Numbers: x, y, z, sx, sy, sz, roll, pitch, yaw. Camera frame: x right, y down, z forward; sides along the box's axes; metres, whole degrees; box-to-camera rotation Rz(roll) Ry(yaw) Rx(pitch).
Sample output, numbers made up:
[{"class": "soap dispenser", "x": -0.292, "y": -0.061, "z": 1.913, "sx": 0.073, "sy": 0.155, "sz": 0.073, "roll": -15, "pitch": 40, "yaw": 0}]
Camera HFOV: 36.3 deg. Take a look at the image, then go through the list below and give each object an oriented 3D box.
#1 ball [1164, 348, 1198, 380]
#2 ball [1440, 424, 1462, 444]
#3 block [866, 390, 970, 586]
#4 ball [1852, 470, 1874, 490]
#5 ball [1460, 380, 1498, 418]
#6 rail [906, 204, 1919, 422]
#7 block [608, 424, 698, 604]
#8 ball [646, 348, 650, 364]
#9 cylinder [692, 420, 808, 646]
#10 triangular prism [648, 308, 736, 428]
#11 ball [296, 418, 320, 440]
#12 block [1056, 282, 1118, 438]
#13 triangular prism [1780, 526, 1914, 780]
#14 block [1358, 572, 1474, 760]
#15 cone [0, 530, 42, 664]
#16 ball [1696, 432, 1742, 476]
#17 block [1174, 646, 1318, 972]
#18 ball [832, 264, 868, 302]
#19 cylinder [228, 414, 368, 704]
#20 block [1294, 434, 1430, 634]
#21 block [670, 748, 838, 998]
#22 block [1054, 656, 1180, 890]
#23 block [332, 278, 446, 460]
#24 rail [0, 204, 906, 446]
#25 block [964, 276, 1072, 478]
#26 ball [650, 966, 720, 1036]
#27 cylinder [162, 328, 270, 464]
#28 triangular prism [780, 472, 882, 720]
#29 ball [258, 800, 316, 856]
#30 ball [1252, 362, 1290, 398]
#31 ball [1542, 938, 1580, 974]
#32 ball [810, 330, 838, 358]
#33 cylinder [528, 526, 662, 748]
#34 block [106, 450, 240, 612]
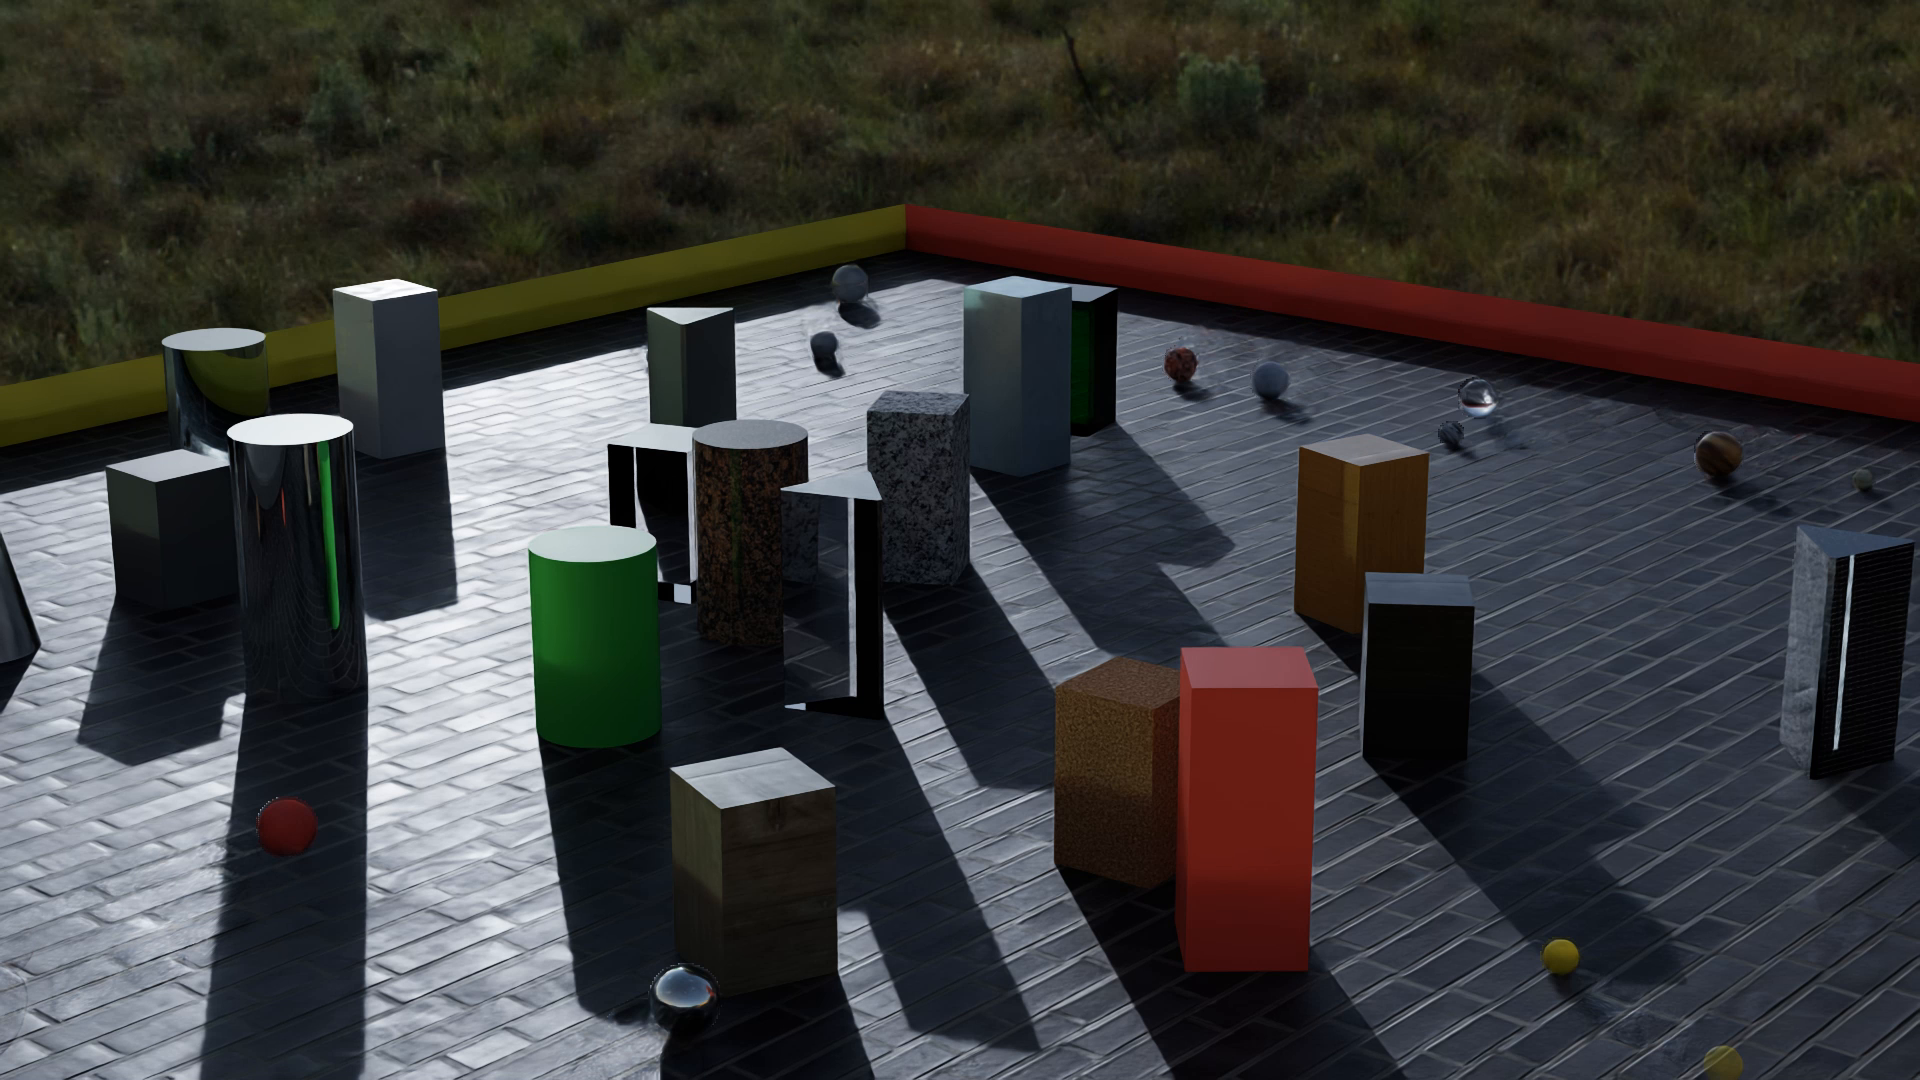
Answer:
[{"class": "ball", "x": 0.499, "y": -0.397, "z": 6.629, "sx": 0.075, "sy": 0.075, "sz": 0.075, "roll": 0, "pitch": 17, "yaw": 0}, {"class": "ball", "x": 1.022, "y": -0.221, "z": 6.098, "sx": 0.044, "sy": 0.044, "sz": 0.044, "roll": 0, "pitch": 17, "yaw": 0}, {"class": "block", "x": -0.073, "y": -0.094, "z": 5.218, "sx": 0.154, "sy": 0.310, "sz": 0.154, "roll": 3, "pitch": 17, "yaw": 11}, {"class": "ball", "x": 1.775, "y": -0.118, "z": 5.762, "sx": 0.042, "sy": 0.042, "sz": 0.042, "roll": 0, "pitch": 17, "yaw": 0}, {"class": "ball", "x": 1.116, "y": -0.304, "z": 6.306, "sx": 0.083, "sy": 0.083, "sz": 0.083, "roll": 0, "pitch": 17, "yaw": 0}, {"class": "rail", "x": 1.457, "y": -0.454, "z": 6.727, "sx": 4.300, "sy": 0.125, "sz": 0.045, "roll": 14, "pitch": 22, "yaw": 39}, {"class": "block", "x": -0.508, "y": -0.048, "z": 5.133, "sx": 0.154, "sy": 0.271, "sz": 0.154, "roll": 7, "pitch": 18, "yaw": 21}, {"class": "ball", "x": -0.695, "y": -0.424, "z": 6.753, "sx": 0.055, "sy": 0.055, "sz": 0.055, "roll": 0, "pitch": 17, "yaw": 0}, {"class": "cylinder", "x": -0.348, "y": -0.014, "z": 4.907, "sx": 0.192, "sy": 0.338, "sz": 0.192, "roll": 0, "pitch": 17, "yaw": 0}, {"class": "triangular prism", "x": -0.543, "y": -0.266, "z": 5.698, "sx": 0.144, "sy": 0.361, "sz": 0.166, "roll": 10, "pitch": 19, "yaw": 29}, {"class": "ball", "x": -1.362, "y": -0.231, "z": 6.129, "sx": 0.046, "sy": 0.046, "sz": 0.046, "roll": 0, "pitch": 17, "yaw": 0}, {"class": "block", "x": 0.231, "y": -0.384, "z": 6.214, "sx": 0.154, "sy": 0.290, "sz": 0.154, "roll": 8, "pitch": 18, "yaw": 24}, {"class": "triangular prism", "x": 1.281, "y": 0.158, "z": 4.335, "sx": 0.166, "sy": 0.339, "sz": 0.144, "roll": -10, "pitch": 19, "yaw": -29}, {"class": "block", "x": 0.684, "y": 0.188, "z": 4.404, "sx": 0.154, "sy": 0.241, "sz": 0.154, "roll": 2, "pitch": 17, "yaw": 5}, {"class": "cone", "x": -1.620, "y": -0.014, "z": 4.794, "sx": 0.192, "sy": 0.402, "sz": 0.192, "roll": 0, "pitch": 17, "yaw": 0}, {"class": "ball", "x": 1.515, "y": -0.172, "z": 5.854, "sx": 0.091, "sy": 0.091, "sz": 0.091, "roll": 0, "pitch": 17, "yaw": 0}, {"class": "block", "x": 0.356, "y": 0.337, "z": 3.679, "sx": 0.154, "sy": 0.375, "sz": 0.154, "roll": 0, "pitch": 17, "yaw": -1}, {"class": "ball", "x": -0.279, "y": -0.649, "z": 7.427, "sx": 0.096, "sy": 0.096, "sz": 0.096, "roll": 0, "pitch": 17, "yaw": 0}, {"class": "cylinder", "x": -1.043, "y": 0.028, "z": 4.626, "sx": 0.192, "sy": 0.419, "sz": 0.192, "roll": 0, "pitch": 17, "yaw": 0}, {"class": "block", "x": 0.680, "y": -0.012, "z": 4.979, "sx": 0.154, "sy": 0.292, "sz": 0.154, "roll": -11, "pitch": 20, "yaw": -32}, {"class": "block", "x": -0.257, "y": 0.411, "z": 3.652, "sx": 0.154, "sy": 0.248, "sz": 0.154, "roll": -9, "pitch": 19, "yaw": -27}, {"class": "block", "x": 0.235, "y": 0.312, "z": 3.969, "sx": 0.154, "sy": 0.254, "sz": 0.154, "roll": 12, "pitch": 20, "yaw": 34}, {"class": "block", "x": -1.176, "y": -0.354, "z": 6.043, "sx": 0.154, "sy": 0.330, "sz": 0.154, "roll": -15, "pitch": 22, "yaw": -40}, {"class": "rail", "x": -1.606, "y": -0.372, "z": 6.455, "sx": 0.045, "sy": 0.125, "sz": 4.491, "roll": 14, "pitch": 22, "yaw": 39}, {"class": "block", "x": 0.116, "y": -0.331, "z": 5.908, "sx": 0.154, "sy": 0.365, "sz": 0.154, "roll": 15, "pitch": 22, "yaw": 40}, {"class": "ball", "x": -0.327, "y": 0.548, "z": 3.486, "sx": 0.082, "sy": 0.082, "sz": 0.082, "roll": 0, "pitch": 17, "yaw": 0}, {"class": "cylinder", "x": -1.420, "y": -0.226, "z": 5.629, "sx": 0.192, "sy": 0.326, "sz": 0.192, "roll": 0, "pitch": 17, "yaw": 0}, {"class": "triangular prism", "x": -0.172, "y": 0.080, "z": 4.567, "sx": 0.166, "sy": 0.353, "sz": 0.144, "roll": 6, "pitch": 18, "yaw": 20}, {"class": "ball", "x": -0.919, "y": 0.393, "z": 4.007, "sx": 0.078, "sy": 0.078, "sz": 0.078, "roll": 0, "pitch": 17, "yaw": 0}, {"class": "ball", "x": 0.685, "y": -0.353, "z": 6.470, "sx": 0.082, "sy": 0.082, "sz": 0.082, "roll": 0, "pitch": 17, "yaw": 0}, {"class": "ball", "x": 0.748, "y": 0.519, "z": 3.648, "sx": 0.045, "sy": 0.045, "sz": 0.045, "roll": 0, "pitch": 17, "yaw": 0}, {"class": "ball", "x": -0.318, "y": -0.457, "z": 6.844, "sx": 0.065, "sy": 0.065, "sz": 0.065, "roll": 0, "pitch": 17, "yaw": 0}, {"class": "cylinder", "x": -0.553, "y": 0.145, "z": 4.456, "sx": 0.192, "sy": 0.293, "sz": 0.192, "roll": 0, "pitch": 17, "yaw": 0}, {"class": "block", "x": -1.369, "y": -0.019, "z": 5.107, "sx": 0.154, "sy": 0.231, "sz": 0.154, "roll": 15, "pitch": 22, "yaw": 40}]
